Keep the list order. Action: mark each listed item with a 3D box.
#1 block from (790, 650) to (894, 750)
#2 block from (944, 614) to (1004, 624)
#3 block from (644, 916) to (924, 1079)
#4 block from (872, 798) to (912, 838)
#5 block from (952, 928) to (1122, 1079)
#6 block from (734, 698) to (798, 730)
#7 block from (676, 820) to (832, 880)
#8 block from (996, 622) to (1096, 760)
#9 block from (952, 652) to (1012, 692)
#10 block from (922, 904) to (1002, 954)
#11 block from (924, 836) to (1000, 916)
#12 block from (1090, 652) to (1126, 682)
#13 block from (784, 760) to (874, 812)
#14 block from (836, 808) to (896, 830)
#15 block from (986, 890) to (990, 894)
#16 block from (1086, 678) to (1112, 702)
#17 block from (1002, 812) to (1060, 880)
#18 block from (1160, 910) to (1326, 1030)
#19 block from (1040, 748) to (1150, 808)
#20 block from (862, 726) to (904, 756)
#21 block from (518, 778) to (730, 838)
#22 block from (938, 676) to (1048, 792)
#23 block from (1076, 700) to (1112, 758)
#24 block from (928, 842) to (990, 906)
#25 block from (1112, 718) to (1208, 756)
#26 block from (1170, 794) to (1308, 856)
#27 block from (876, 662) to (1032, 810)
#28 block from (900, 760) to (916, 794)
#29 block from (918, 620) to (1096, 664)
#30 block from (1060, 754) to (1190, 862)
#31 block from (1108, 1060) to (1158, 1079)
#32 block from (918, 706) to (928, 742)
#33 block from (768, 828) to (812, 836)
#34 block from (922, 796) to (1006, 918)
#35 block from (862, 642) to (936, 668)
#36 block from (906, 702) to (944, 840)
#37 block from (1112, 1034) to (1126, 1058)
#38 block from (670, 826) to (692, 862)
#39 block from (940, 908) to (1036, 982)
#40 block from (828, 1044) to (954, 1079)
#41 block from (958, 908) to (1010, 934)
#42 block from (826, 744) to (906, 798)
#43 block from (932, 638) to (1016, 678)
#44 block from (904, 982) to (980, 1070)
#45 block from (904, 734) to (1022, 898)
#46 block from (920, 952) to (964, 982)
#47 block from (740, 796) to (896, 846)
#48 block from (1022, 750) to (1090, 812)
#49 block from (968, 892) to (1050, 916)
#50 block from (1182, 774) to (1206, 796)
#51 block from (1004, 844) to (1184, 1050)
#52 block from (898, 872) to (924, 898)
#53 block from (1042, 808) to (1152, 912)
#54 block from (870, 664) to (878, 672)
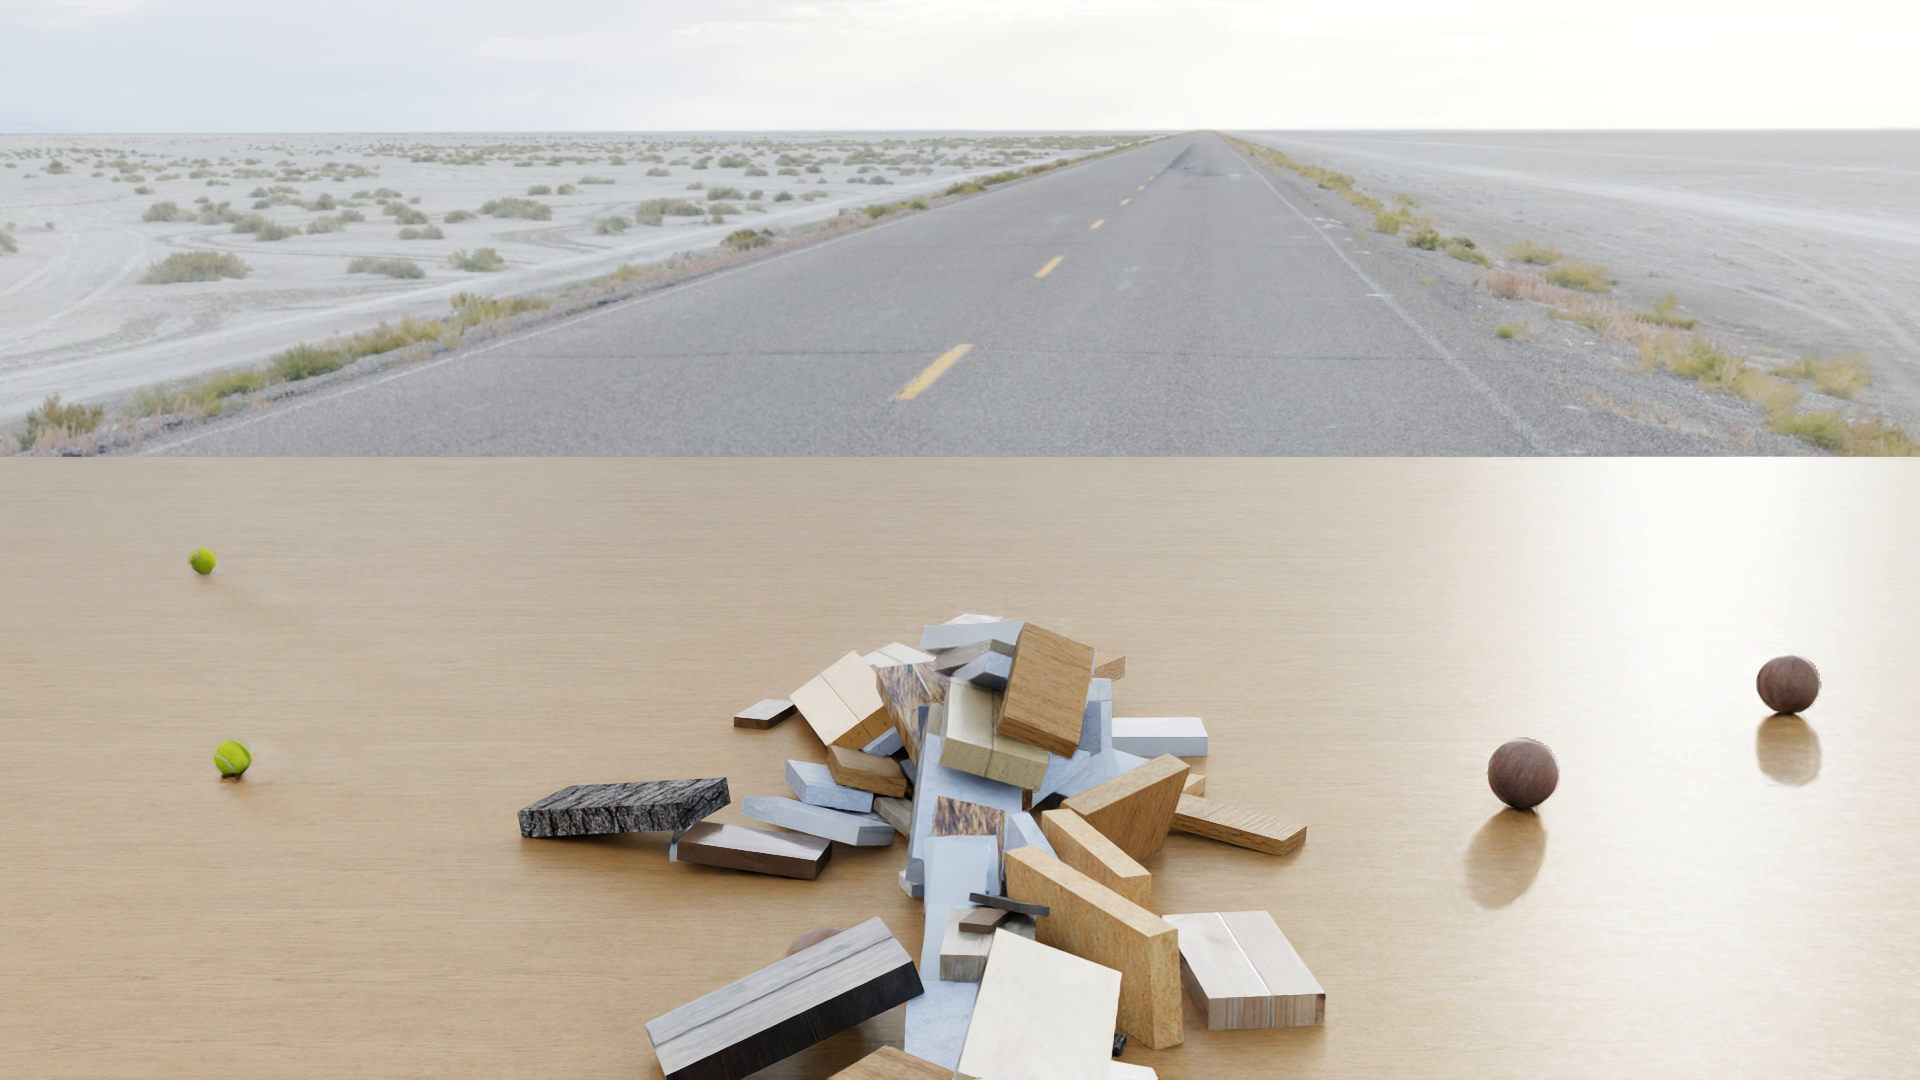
[{"bbox_3d":[-0.237,0.346,4.612,0.173,0.049,0.409,-35,17,-7],"label":"block"},{"bbox_3d":[0.017,0.226,5.545,0.107,0.030,0.213,5,12,25],"label":"block"},{"bbox_3d":[-0.240,0.634,2.977,0.355,0.050,0.177,-23,16,-12],"label":"block"},{"bbox_3d":[-0.087,0.509,3.975,0.068,0.019,0.192,3,14,-28],"label":"block"},{"bbox_3d":[0.097,0.603,2.677,0.172,0.049,0.416,19,14,3],"label":"block"},{"bbox_3d":[-0.419,0.377,4.755,0.079,0.022,0.158,4,11,20],"label":"block"},{"bbox_3d":[-0.354,0.535,3.803,0.244,0.035,0.122,7,10,8],"label":"block"},{"bbox_3d":[0.155,0.264,3.901,0.138,0.039,0.276,22,35,-4],"label":"block"},{"bbox_3d":[0.080,0.265,4.097,0.138,0.039,0.276,18,-15,-10],"label":"block"},{"bbox_3d":[0.009,0.618,3.194,0.127,0.036,0.254,2,25,3],"label":"block"},{"bbox_3d":[0.003,0.560,3.444,0.116,0.033,0.232,0,39,-2],"label":"block"},{"bbox_3d":[0.203,0.301,4.822,0.173,0.049,0.347,7,12,32],"label":"block"},{"bbox_3d":[-0.249,0.462,4.134,0.125,0.035,0.250,10,3,-14],"label":"block"},{"bbox_3d":[-0.169,0.511,4.043,0.130,0.018,0.065,2,11,8],"label":"block"},{"bbox_3d":[0.007,0.603,3.338,0.086,0.024,0.171,-1,36,-3],"label":"block"},{"bbox_3d":[0.161,0.296,4.431,0.146,0.041,0.292,0,0,-31],"label":"block"},{"bbox_3d":[0.126,0.541,3.470,0.033,0.116,0.232,-2,25,-19],"label":"block"},{"bbox_3d":[0.416,0.638,3.281,0.169,0.048,0.338,-1,11,-6],"label":"block"},{"bbox_3d":[0.253,0.456,4.186,0.208,0.029,0.104,-21,23,-39],"label":"block"},{"bbox_3d":[-0.161,0.382,4.523,0.125,0.035,0.250,-35,17,-7],"label":"block"},{"bbox_3d":[-0.606,0.482,3.967,0.340,0.048,0.170,-6,7,24],"label":"block"},{"bbox_3d":[0.059,0.340,3.904,0.178,0.050,0.356,16,13,-3],"label":"block"},{"bbox_3d":[0.197,0.378,4.385,0.244,0.122,0.035,-1,0,42],"label":"block"},{"bbox_3d":[-0.002,0.535,3.391,0.086,0.024,0.171,3,36,3],"label":"block"},{"bbox_3d":[0.358,0.407,4.544,0.292,0.041,0.146,0,11,0],"label":"block"},{"bbox_3d":[0.458,0.505,3.978,0.320,0.029,0.104,12,15,31],"label":"block"},{"bbox_3d":[-0.018,0.372,4.187,0.170,0.048,0.490,-6,27,-15],"label":"block"},{"bbox_3d":[-0.060,0.450,4.107,0.068,0.019,0.136,-9,28,-15],"label":"block"},{"bbox_3d":[0.088,0.210,4.217,0.170,0.048,0.340,24,-17,-31],"label":"block"},{"bbox_3d":[0.261,0.487,3.736,0.049,0.172,0.345,28,24,29],"label":"block"},{"bbox_3d":[0.190,0.719,2.569,0.172,0.049,0.345,14,16,-17],"label":"block"},{"bbox_3d":[-0.031,0.426,3.990,0.072,0.021,0.403,0,31,-4],"label":"block"},{"bbox_3d":[-0.330,0.534,3.922,0.130,0.018,0.065,-2,11,-13],"label":"block"},{"bbox_3d":[0.008,0.523,3.563,0.116,0.033,0.232,14,40,-7],"label":"block"},{"bbox_3d":[-0.143,0.283,4.961,0.107,0.030,0.451,-25,7,-11],"label":"block"},{"bbox_3d":[0.013,0.429,3.919,0.178,0.050,0.356,15,29,-4],"label":"block"},{"bbox_3d":[0.180,0.698,3.053,0.094,0.013,0.047,3,11,15],"label":"block"},{"bbox_3d":[-0.476,0.538,3.896,0.068,0.019,0.136,-1,11,-4],"label":"block"},{"bbox_3d":[0.042,0.571,3.106,0.127,0.036,0.254,1,5,3],"label":"block"},{"bbox_3d":[-0.162,0.705,2.580,0.351,0.041,0.146,-22,21,-41],"label":"block"},{"bbox_3d":[0.035,0.543,3.140,0.047,0.013,0.094,3,5,18],"label":"block"},{"bbox_3d":[-0.179,0.437,4.165,0.125,0.035,0.250,13,2,-9],"label":"block"},{"bbox_3d":[0.064,0.240,4.180,0.138,0.039,0.276,20,-15,-18],"label":"block"},{"bbox_3d":[0.019,0.721,2.651,0.177,0.050,0.716,0,16,0],"label":"block"},{"bbox_3d":[0.012,0.471,3.740,0.178,0.050,0.356,15,29,-5],"label":"block"},{"bbox_3d":[0.002,0.659,3.021,0.127,0.036,0.254,1,25,2],"label":"block"},{"bbox_3d":[-0.254,0.501,3.929,0.249,0.035,0.122,10,-1,30],"label":"block"},{"bbox_3d":[0.120,0.467,4.107,0.079,0.022,0.353,8,23,33],"label":"block"},{"bbox_3d":[0.071,0.534,3.222,0.047,0.013,0.188,11,-8,-21],"label":"block"},{"bbox_3d":[0.357,0.468,4.245,0.208,0.029,0.104,6,12,30],"label":"block"},{"bbox_3d":[0.190,0.587,3.211,0.048,0.169,0.408,-10,14,-26],"label":"block"},{"bbox_3d":[-0.024,0.573,3.703,0.145,0.021,0.072,-3,11,-18],"label":"block"},{"bbox_3d":[0.208,0.550,3.422,0.048,0.169,0.338,-3,11,-18],"label":"block"},{"bbox_3d":[-0.207,0.327,4.789,0.107,0.030,0.213,-22,15,-11],"label":"block"}]
